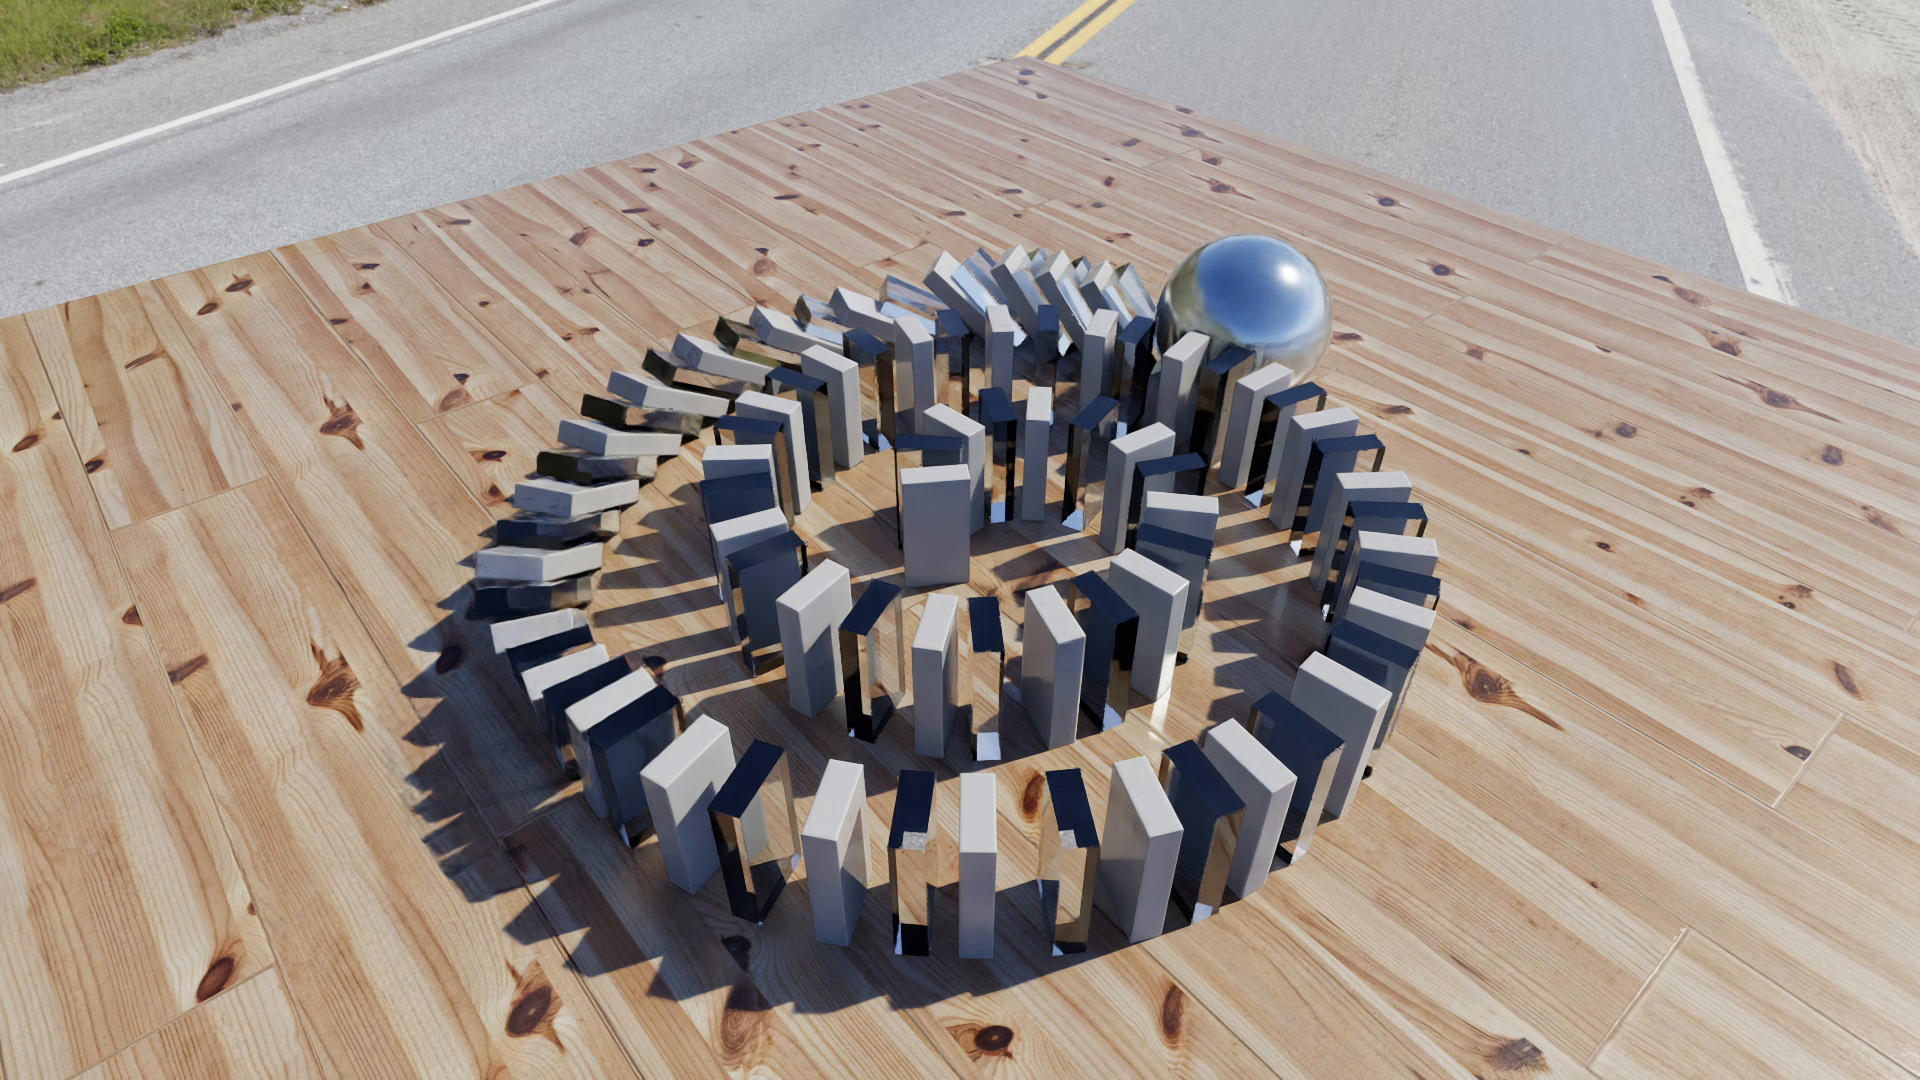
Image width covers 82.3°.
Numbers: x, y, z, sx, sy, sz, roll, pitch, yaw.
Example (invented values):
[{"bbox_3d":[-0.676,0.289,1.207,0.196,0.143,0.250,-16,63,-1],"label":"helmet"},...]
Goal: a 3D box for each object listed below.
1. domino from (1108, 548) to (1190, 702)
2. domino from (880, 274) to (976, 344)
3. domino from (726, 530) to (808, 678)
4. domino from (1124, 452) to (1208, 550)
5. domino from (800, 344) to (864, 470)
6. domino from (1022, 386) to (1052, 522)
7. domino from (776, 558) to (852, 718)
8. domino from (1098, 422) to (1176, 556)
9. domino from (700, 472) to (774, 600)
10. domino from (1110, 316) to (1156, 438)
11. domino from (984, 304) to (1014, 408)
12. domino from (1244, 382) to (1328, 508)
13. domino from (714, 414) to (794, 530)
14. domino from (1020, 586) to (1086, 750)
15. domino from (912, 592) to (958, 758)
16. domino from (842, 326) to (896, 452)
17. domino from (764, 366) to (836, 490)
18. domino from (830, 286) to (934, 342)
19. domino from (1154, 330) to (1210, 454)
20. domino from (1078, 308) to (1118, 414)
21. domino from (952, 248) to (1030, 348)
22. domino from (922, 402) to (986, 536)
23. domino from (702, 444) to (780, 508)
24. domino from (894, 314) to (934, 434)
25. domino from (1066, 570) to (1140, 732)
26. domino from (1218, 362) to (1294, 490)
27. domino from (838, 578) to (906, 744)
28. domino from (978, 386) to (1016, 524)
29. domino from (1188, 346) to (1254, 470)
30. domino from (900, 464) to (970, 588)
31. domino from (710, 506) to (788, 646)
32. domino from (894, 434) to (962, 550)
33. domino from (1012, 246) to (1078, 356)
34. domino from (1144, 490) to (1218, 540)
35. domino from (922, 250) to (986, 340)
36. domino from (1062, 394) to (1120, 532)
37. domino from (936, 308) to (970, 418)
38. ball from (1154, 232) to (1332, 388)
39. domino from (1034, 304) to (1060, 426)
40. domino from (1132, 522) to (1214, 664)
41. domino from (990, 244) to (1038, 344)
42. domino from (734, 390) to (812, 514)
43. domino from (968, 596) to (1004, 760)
[{"bbox_3d":[0.062,0.030,0.375,0.025,0.050,0.010,31,48,32],"label":"domino"},{"bbox_3d":[-0.017,-0.118,0.571,0.050,0.009,0.025,20,35,-20],"label":"domino"},{"bbox_3d":[-0.065,0.023,0.384,0.025,0.050,0.009,-23,45,-26],"label":"domino"},{"bbox_3d":[0.078,-0.009,0.422,0.025,0.050,0.010,-10,40,-12],"label":"domino"},{"bbox_3d":[-0.056,-0.058,0.482,0.025,0.050,0.009,28,47,30],"label":"domino"},{"bbox_3d":[0.032,-0.035,0.454,0.009,0.050,0.025,3,39,4],"label":"domino"},{"bbox_3d":[-0.047,0.034,0.370,0.010,0.050,0.025,24,45,26],"label":"domino"},{"bbox_3d":[0.070,-0.020,0.436,0.025,0.050,0.010,-23,44,-25],"label":"domino"},{"bbox_3d":[-0.081,-0.001,0.413,0.025,0.050,0.010,-9,40,-10],"label":"domino"},{"bbox_3d":[0.078,-0.074,0.501,0.010,0.050,0.025,18,43,21],"label":"domino"},{"bbox_3d":[0.018,-0.080,0.509,0.010,0.050,0.025,-4,39,-5],"label":"domino"},{"bbox_3d":[0.136,-0.039,0.460,0.025,0.050,0.009,-19,43,-22],"label":"domino"},{"bbox_3d":[-0.082,-0.025,0.442,0.025,0.050,0.009,8,40,10],"label":"domino"},{"bbox_3d":[0.030,0.042,0.360,0.009,0.050,0.025,-13,41,-16],"label":"domino"},{"bbox_3d":[-0.008,0.045,0.357,0.009,0.050,0.025,7,40,9],"label":"domino"},{"bbox_3d":[-0.041,-0.067,0.493,0.010,0.050,0.025,-26,46,-28],"label":"domino"},{"bbox_3d":[-0.068,-0.047,0.469,0.025,0.050,0.009,21,44,24],"label":"domino"},{"bbox_3d":[-0.040,-0.112,0.562,0.050,0.010,0.025,13,32,-33],"label":"domino"},{"bbox_3d":[0.098,-0.065,0.490,0.009,0.050,0.025,25,48,28],"label":"domino"},{"bbox_3d":[0.063,-0.078,0.506,0.010,0.050,0.025,12,41,15],"label":"domino"},{"bbox_3d":[0.020,-0.127,0.573,0.050,0.009,0.025,47,40,-8],"label":"domino"},{"bbox_3d":[-0.003,-0.028,0.446,0.025,0.050,0.009,32,49,33],"label":"domino"},{"bbox_3d":[-0.084,-0.014,0.428,0.025,0.050,0.010,-2,39,-2],"label":"domino"},{"bbox_3d":[-0.021,-0.074,0.502,0.010,0.050,0.025,-14,41,-17],"label":"domino"},{"bbox_3d":[0.046,0.037,0.366,0.010,0.050,0.025,-20,44,-23],"label":"domino"},{"bbox_3d":[0.126,-0.049,0.471,0.025,0.050,0.009,-27,46,-29],"label":"domino"},{"bbox_3d":[-0.028,0.040,0.362,0.010,0.050,0.025,15,42,18],"label":"domino"},{"bbox_3d":[0.015,-0.035,0.454,0.009,0.050,0.025,-8,40,-10],"label":"domino"},{"bbox_3d":[0.114,-0.057,0.481,0.009,0.050,0.025,31,49,32],"label":"domino"},{"bbox_3d":[-0.009,-0.005,0.417,0.025,0.050,0.009,-5,40,-6],"label":"domino"},{"bbox_3d":[-0.073,0.014,0.395,0.025,0.050,0.010,-16,42,-19],"label":"domino"},{"bbox_3d":[-0.012,-0.018,0.433,0.025,0.050,0.009,4,40,5],"label":"domino"},{"bbox_3d":[0.047,-0.122,0.563,0.009,0.050,0.025,-19,27,36],"label":"domino"},{"bbox_3d":[0.079,0.006,0.404,0.025,0.050,0.010,6,40,7],"label":"domino"},{"bbox_3d":[0.005,-0.125,0.572,0.050,0.010,0.025,41,37,-17],"label":"domino"},{"bbox_3d":[0.053,-0.031,0.449,0.009,0.050,0.025,22,44,25],"label":"domino"},{"bbox_3d":[-0.003,-0.078,0.506,0.010,0.050,0.025,-9,40,-11],"label":"domino"},{"bbox_3d":[0.131,-0.102,0.512,0.080,0.080,0.080,0,39,0],"label":"ball"},{"bbox_3d":[0.040,-0.081,0.510,0.009,0.050,0.025,2,39,3],"label":"domino"},{"bbox_3d":[0.072,0.019,0.388,0.025,0.050,0.009,16,42,18],"label":"domino"},{"bbox_3d":[0.036,-0.124,0.566,0.010,0.050,0.025,-19,27,36],"label":"domino"},{"bbox_3d":[-0.077,-0.036,0.455,0.025,0.050,0.010,15,42,17],"label":"domino"},{"bbox_3d":[0.008,0.045,0.356,0.010,0.050,0.025,-2,39,-3],"label":"domino"}]
